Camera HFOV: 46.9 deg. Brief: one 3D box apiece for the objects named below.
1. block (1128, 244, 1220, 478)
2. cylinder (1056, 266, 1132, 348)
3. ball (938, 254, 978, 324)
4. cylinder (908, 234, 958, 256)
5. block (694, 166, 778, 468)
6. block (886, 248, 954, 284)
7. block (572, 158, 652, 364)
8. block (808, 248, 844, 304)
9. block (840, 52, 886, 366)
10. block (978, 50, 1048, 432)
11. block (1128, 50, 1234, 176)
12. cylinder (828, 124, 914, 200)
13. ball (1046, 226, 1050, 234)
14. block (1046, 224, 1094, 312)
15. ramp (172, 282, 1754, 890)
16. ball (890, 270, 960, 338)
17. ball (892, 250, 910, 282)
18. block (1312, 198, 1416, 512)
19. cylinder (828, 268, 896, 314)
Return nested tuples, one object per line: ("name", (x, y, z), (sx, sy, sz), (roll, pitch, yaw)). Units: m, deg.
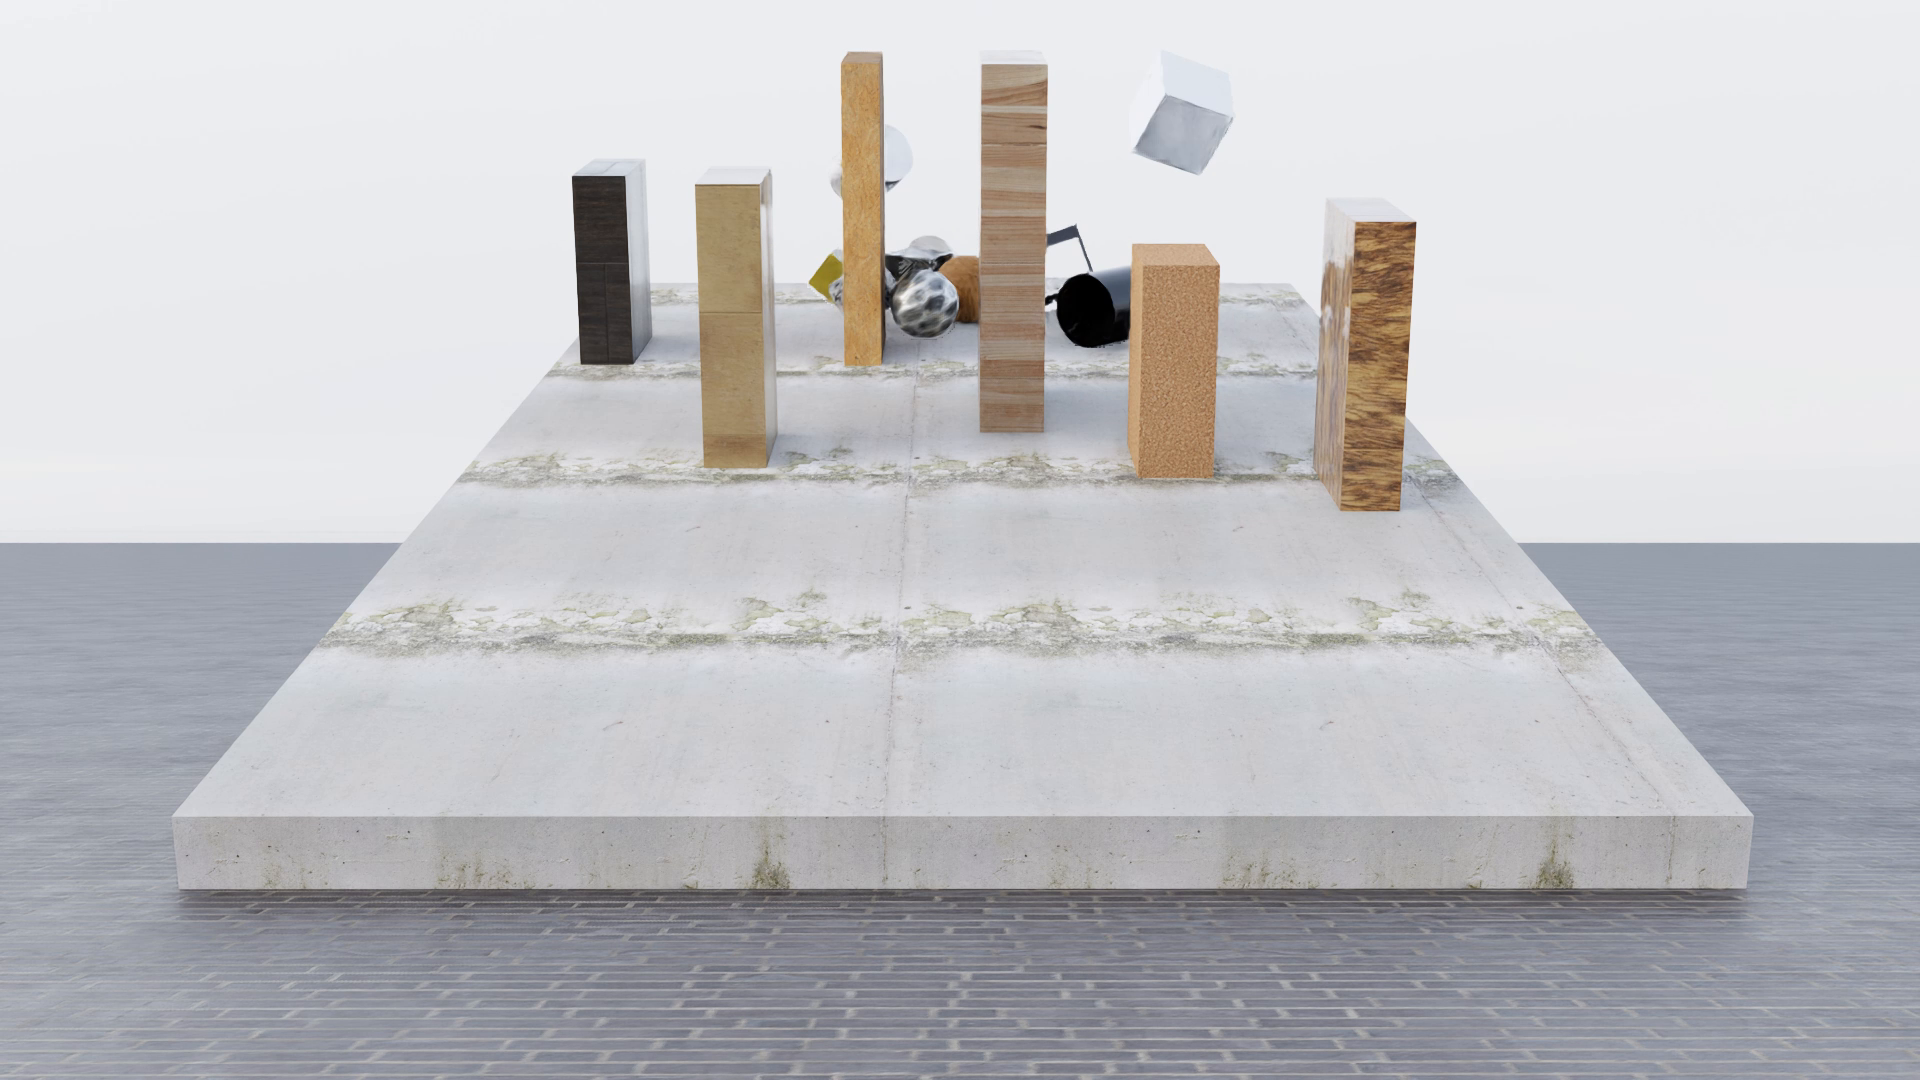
("block", (0.430, -0.369, 4.493), (0.150, 0.427, 0.284), (0, 16, 0))
("cylinder", (0.384, -0.606, 5.726), (0.190, 0.190, 0.190), (0, 12, 43))
("ball", (0.018, -0.680, 5.992), (0.184, 0.184, 0.184), (0, 0, 0))
("cylinder", (-0.078, -0.810, 6.451), (0.139, 0.139, 0.139), (0, -2, 11))
("block", (-0.456, -0.463, 4.551), (0.127, 0.574, 0.303), (0, 16, 0))
("block", (-0.117, -0.741, 6.263), (0.143, 0.143, 0.143), (10, 19, 27))
("block", (-0.874, -0.708, 5.583), (0.130, 0.465, 0.366), (0, 16, 0))
("block", (-0.347, -0.747, 6.275), (0.109, 0.109, 0.109), (38, 18, -4))
("block", (-0.240, -0.836, 5.544), (0.091, 0.733, 0.376), (0, 16, 0))
("block", (0.112, -0.668, 4.882), (0.138, 0.782, 0.426), (0, 16, 0))
("block", (0.526, -1.019, 5.274), (0.182, 0.182, 0.182), (16, -46, -15))
("cylinder", (-0.258, -1.076, 6.350), (0.183, 0.183, 0.183), (0, -17, -31))
("ball", (0.193, -0.850, 6.156), (0.111, 0.111, 0.111), (0, 0, 0))
("block", (0.274, -0.747, 6.095), (0.158, 0.158, 0.158), (-19, -13, 1))
("ramp", (-0.002, -0.163, 4.728), (2.000, 0.100, 4.000), (0, 16, 0))
("ball", (-0.087, -0.583, 5.465), (0.170, 0.170, 0.170), (0, 0, 0))
("ball", (-0.153, -0.818, 6.660), (0.107, 0.107, 0.107), (0, 0, 0))
("block", (0.775, -0.364, 4.262), (0.112, 0.547, 0.333), (0, 16, 0))
("cylinder", (-0.252, -0.661, 5.889), (0.143, 0.143, 0.143), (-34, -9, 13))
